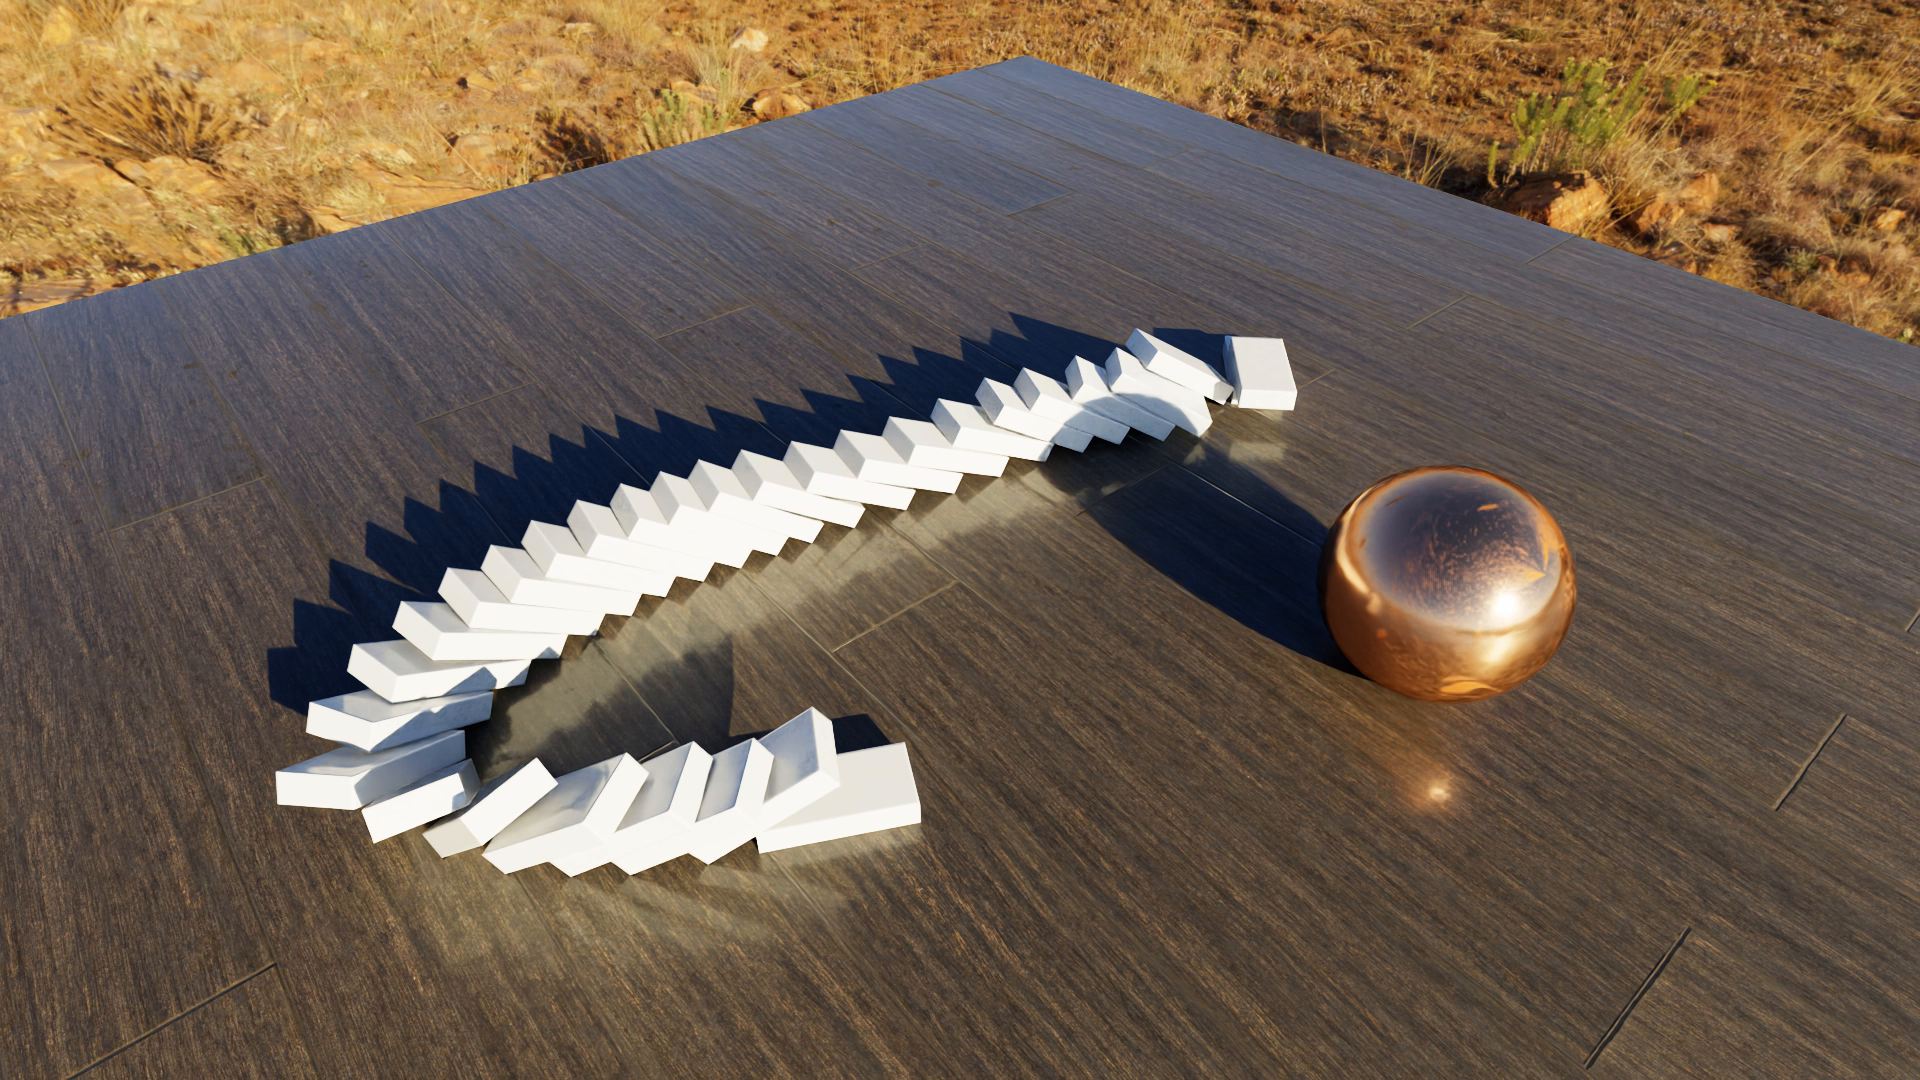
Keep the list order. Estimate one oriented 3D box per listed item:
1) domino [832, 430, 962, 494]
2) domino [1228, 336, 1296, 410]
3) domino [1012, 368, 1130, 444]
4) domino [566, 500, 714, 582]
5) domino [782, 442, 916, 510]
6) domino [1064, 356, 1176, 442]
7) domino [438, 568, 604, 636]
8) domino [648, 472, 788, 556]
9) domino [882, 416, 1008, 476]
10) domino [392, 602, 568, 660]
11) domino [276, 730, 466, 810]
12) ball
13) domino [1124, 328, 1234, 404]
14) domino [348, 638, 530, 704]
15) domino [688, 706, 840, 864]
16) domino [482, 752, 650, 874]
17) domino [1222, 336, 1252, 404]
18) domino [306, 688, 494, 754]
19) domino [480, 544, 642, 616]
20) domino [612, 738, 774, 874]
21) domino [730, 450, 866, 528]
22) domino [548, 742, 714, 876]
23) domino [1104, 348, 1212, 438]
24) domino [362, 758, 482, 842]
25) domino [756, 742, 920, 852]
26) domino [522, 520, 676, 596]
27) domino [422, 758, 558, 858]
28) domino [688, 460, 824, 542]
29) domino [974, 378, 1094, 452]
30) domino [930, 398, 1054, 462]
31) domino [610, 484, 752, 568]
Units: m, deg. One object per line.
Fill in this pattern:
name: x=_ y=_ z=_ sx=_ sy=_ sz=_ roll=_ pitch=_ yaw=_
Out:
domino: x=-0.026 y=-0.033 z=0.467 sx=0.050 sy=0.009 sz=0.025 roll=6 pitch=30 yaw=-39
domino: x=0.144 y=-0.080 z=0.527 sx=0.025 sy=0.010 sz=0.050 roll=3 pitch=39 yaw=4
domino: x=0.051 y=-0.060 z=0.498 sx=0.050 sy=0.009 sz=0.025 roll=16 pitch=29 yaw=-28
domino: x=-0.122 y=0.001 z=0.420 sx=0.050 sy=0.009 sz=0.025 roll=17 pitch=20 yaw=-46
domino: x=-0.046 y=-0.027 z=0.457 sx=0.050 sy=0.009 sz=0.025 roll=9 pitch=28 yaw=-40
domino: x=0.073 y=-0.065 z=0.505 sx=0.050 sy=0.010 sz=0.025 roll=21 pitch=35 yaw=-20
domino: x=-0.156 y=0.022 z=0.393 sx=0.025 sy=0.010 sz=0.050 roll=33 pitch=12 yaw=34
domino: x=-0.095 y=-0.010 z=0.433 sx=0.050 sy=0.010 sz=0.025 roll=18 pitch=22 yaw=-44
domino: x=-0.006 y=-0.040 z=0.476 sx=0.050 sy=0.009 sz=0.025 roll=4 pitch=31 yaw=-38
domino: x=-0.166 y=0.032 z=0.382 sx=0.025 sy=0.010 sz=0.050 roll=27 pitch=8 yaw=29
domino: x=-0.179 y=0.069 z=0.337 sx=0.025 sy=0.010 sz=0.050 roll=1 pitch=6 yaw=11
ball: x=0.162 y=0.015 z=0.370 sx=0.080 sy=0.080 sz=0.080 roll=0 pitch=39 yaw=0
domino: x=0.105 y=-0.083 z=0.523 sx=0.050 sy=0.010 sz=0.025 roll=18 pitch=26 yaw=-30
domino: x=-0.175 y=0.042 z=0.372 sx=0.025 sy=0.009 sz=0.050 roll=24 pitch=12 yaw=27
domino: x=-0.060 y=0.074 z=0.333 sx=0.050 sy=0.010 sz=0.025 roll=-33 pitch=39 yaw=13
domino: x=-0.116 y=0.081 z=0.323 sx=0.050 sy=0.010 sz=0.025 roll=-23 pitch=28 yaw=32
domino: x=0.146 y=-0.085 z=0.547 sx=0.025 sy=0.010 sz=0.050 roll=3 pitch=39 yaw=4
domino: x=-0.179 y=0.055 z=0.355 sx=0.025 sy=0.009 sz=0.050 roll=13 pitch=7 yaw=17
domino: x=-0.145 y=0.015 z=0.402 sx=0.025 sy=0.010 sz=0.050 roll=35 pitch=12 yaw=35
domino: x=-0.080 y=0.079 z=0.326 sx=0.050 sy=0.009 sz=0.025 roll=-26 pitch=33 yaw=23
domino: x=-0.066 y=-0.021 z=0.447 sx=0.050 sy=0.009 sz=0.025 roll=15 pitch=24 yaw=-42
domino: x=-0.097 y=0.080 z=0.325 sx=0.050 sy=0.009 sz=0.025 roll=-25 pitch=32 yaw=24
domino: x=0.091 y=-0.068 z=0.507 sx=0.050 sy=0.010 sz=0.025 roll=25 pitch=33 yaw=-17
domino: x=-0.158 y=0.076 z=0.326 sx=0.025 sy=0.009 sz=0.050 roll=-20 pitch=1 yaw=-21
domino: x=-0.039 y=0.080 z=0.345 sx=0.050 sy=0.010 sz=0.025 roll=-8 pitch=40 yaw=-10
domino: x=-0.135 y=0.007 z=0.411 sx=0.050 sy=0.010 sz=0.025 roll=16 pitch=18 yaw=-49
domino: x=-0.138 y=0.079 z=0.322 sx=0.050 sy=0.009 sz=0.025 roll=-27 pitch=12 yaw=50
domino: x=-0.081 y=-0.015 z=0.439 sx=0.050 sy=0.010 sz=0.025 roll=18 pitch=22 yaw=-44
domino: x=0.033 y=-0.056 z=0.493 sx=0.050 sy=0.009 sz=0.025 roll=14 pitch=30 yaw=-32
domino: x=0.014 y=-0.048 z=0.487 sx=0.050 sy=0.010 sz=0.025 roll=6 pitch=32 yaw=-33
domino: x=-0.108 y=-0.005 z=0.427 sx=0.050 sy=0.010 sz=0.025 roll=18 pitch=22 yaw=-44
